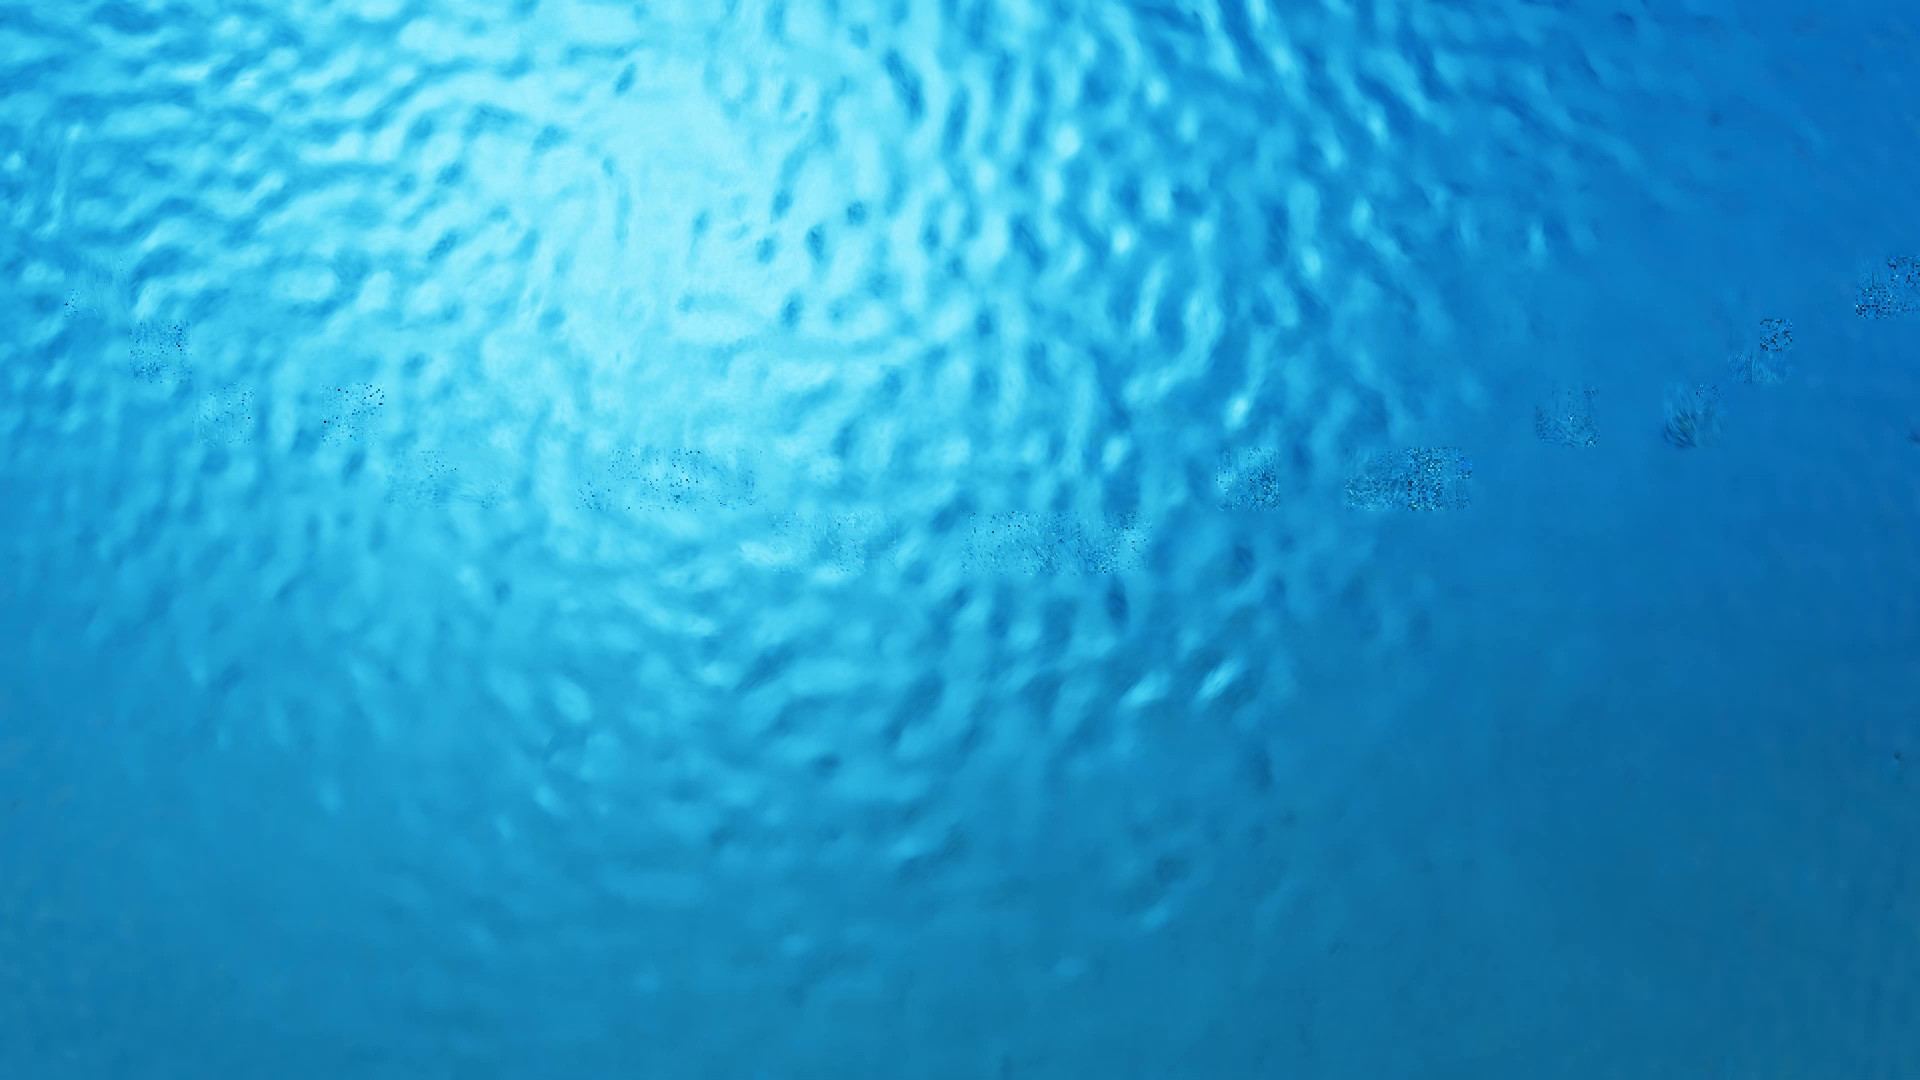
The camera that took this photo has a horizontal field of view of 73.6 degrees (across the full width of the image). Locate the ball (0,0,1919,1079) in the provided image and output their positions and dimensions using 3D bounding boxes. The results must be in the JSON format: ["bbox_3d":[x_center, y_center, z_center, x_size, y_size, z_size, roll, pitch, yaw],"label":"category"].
[{"bbox_3d":[0.000,-0.002,0.056,0.080,0.080,0.080,0,4,0],"label":"ball"}]
